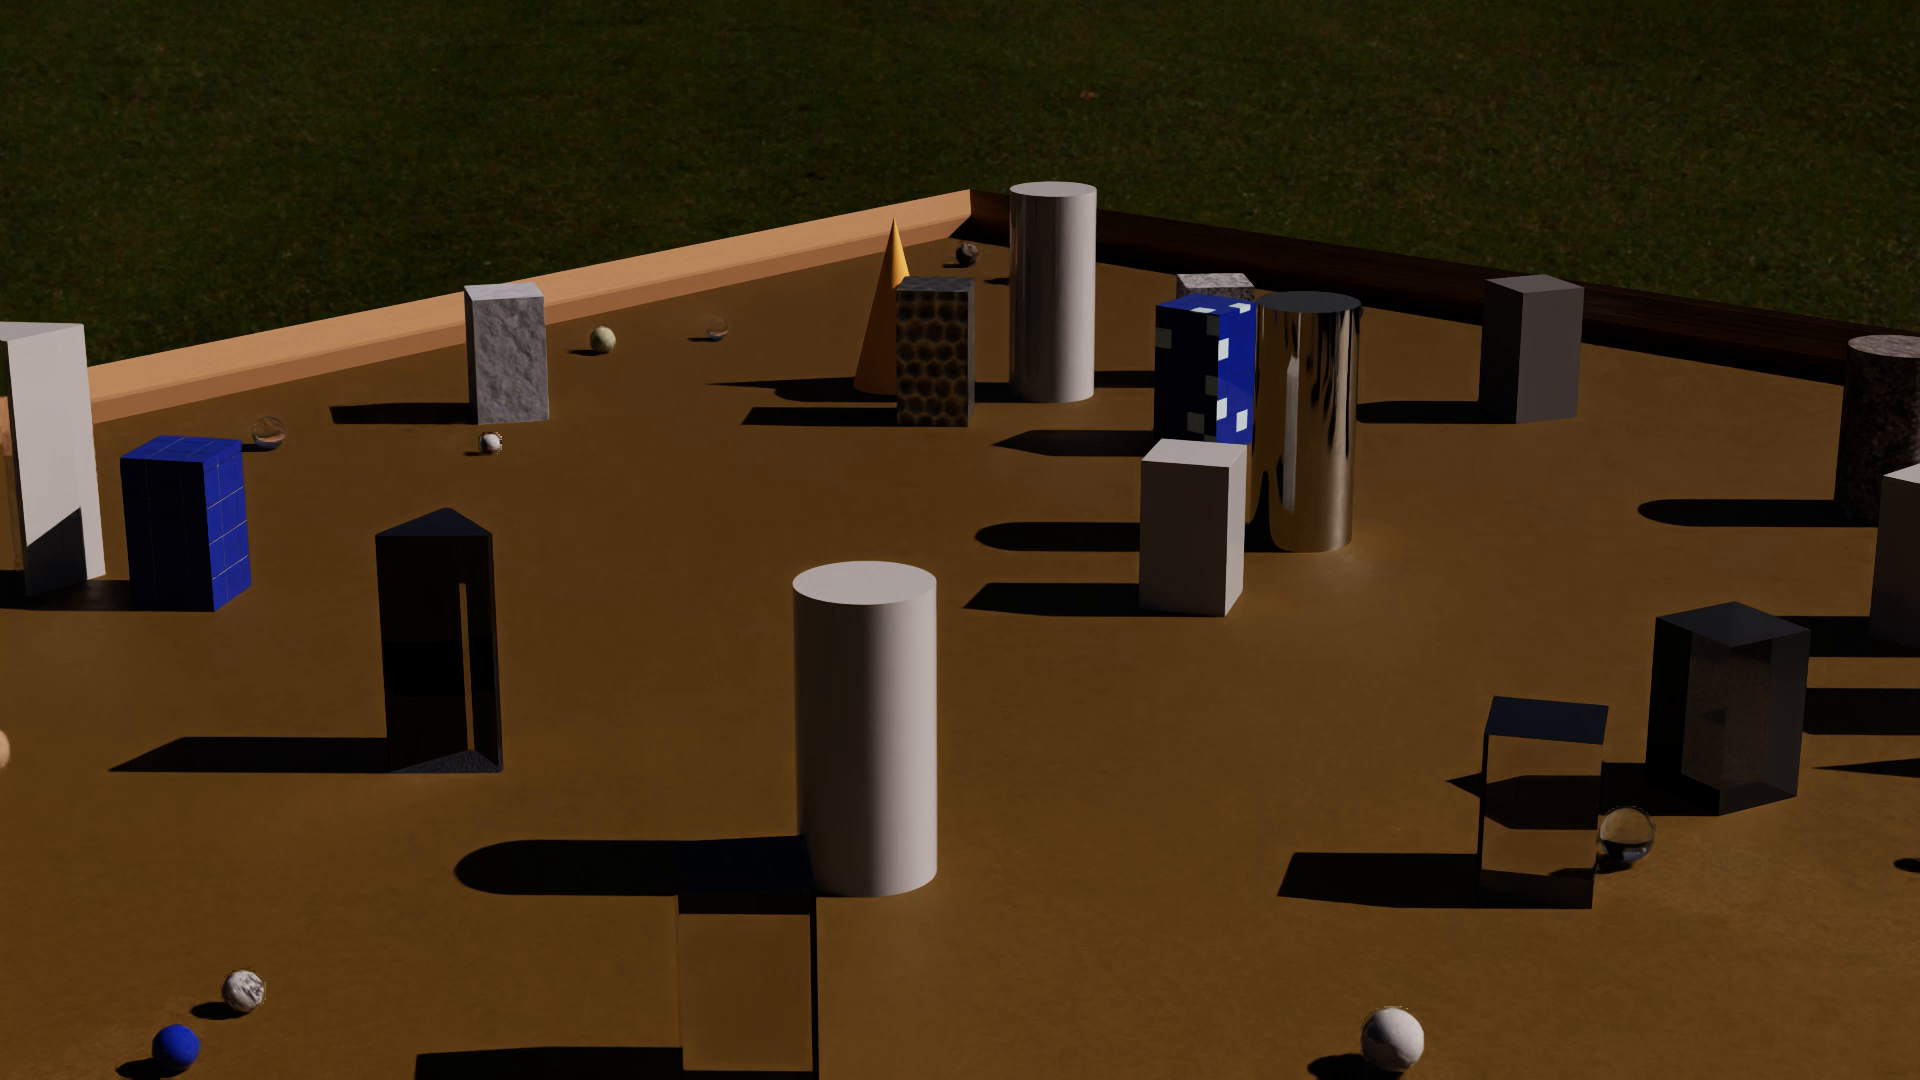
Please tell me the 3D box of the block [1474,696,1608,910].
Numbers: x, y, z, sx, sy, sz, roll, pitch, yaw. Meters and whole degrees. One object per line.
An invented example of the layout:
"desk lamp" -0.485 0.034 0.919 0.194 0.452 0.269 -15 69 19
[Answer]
"block" 0.773 0.347 3.895 0.152 0.230 0.152 4 17 14

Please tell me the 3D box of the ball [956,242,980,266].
"ball" 0.020 -0.767 7.872 0.061 0.061 0.061 0 17 0

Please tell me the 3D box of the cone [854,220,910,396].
"cone" -0.146 -0.533 6.538 0.190 0.384 0.190 0 17 0

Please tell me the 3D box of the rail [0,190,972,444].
"rail" -1.617 -0.375 6.465 0.045 0.123 5.069 14 22 39

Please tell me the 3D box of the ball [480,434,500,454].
"ball" -0.965 -0.198 6.020 0.042 0.042 0.042 0 17 0

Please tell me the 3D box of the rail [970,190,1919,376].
"rail" 1.646 -0.518 6.936 4.331 0.123 0.045 14 22 39

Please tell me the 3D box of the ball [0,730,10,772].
"ball" -1.429 0.307 4.272 0.087 0.087 0.087 0 17 0

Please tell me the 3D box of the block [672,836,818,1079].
"block" -0.244 0.494 3.335 0.152 0.271 0.152 -2 17 -7

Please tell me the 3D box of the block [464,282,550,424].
"block" -0.975 -0.403 6.304 0.152 0.271 0.152 -5 17 -15

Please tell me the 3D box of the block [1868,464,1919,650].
"block" 1.627 0.029 4.863 0.152 0.278 0.152 -14 22 -40

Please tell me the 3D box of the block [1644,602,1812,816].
"block" 1.100 0.240 4.208 0.152 0.253 0.152 -9 19 -28

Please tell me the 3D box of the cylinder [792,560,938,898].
"cylinder" -0.125 0.250 3.907 0.190 0.407 0.190 0 17 0

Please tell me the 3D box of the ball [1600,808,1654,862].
"ball" 0.903 0.400 3.973 0.074 0.074 0.074 0 17 0

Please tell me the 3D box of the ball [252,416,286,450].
"ball" -1.428 -0.222 6.055 0.068 0.068 0.068 0 17 0

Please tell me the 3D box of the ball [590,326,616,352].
"ball" -0.840 -0.471 6.891 0.061 0.061 0.061 0 17 0

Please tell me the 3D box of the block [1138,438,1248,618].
"block" 0.402 -0.023 5.055 0.152 0.265 0.152 5 18 16

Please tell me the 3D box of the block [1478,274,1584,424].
"block" 1.228 -0.412 6.312 0.152 0.285 0.152 -7 18 -21

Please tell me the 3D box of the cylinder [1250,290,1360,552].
"cylinder" 0.633 -0.218 5.389 0.190 0.447 0.190 0 17 0

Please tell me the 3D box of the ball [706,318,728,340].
"ball" -0.581 -0.505 7.019 0.052 0.052 0.052 0 17 0

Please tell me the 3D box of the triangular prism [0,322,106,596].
"triangular prism" -1.633 -0.151 5.151 0.142 0.456 0.164 12 21 35

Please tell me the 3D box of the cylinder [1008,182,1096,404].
"cylinder" 0.203 -0.547 6.458 0.190 0.457 0.190 0 17 0

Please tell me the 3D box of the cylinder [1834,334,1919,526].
"cylinder" 1.768 -0.208 5.559 0.190 0.328 0.190 0 17 0

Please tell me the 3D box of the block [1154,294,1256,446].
"block" 0.507 -0.343 6.061 0.152 0.297 0.152 12 21 34

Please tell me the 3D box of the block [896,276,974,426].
"block" -0.051 -0.404 6.272 0.152 0.292 0.152 2 17 5

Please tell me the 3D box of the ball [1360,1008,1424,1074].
"ball" 0.501 0.579 3.394 0.074 0.074 0.074 0 17 0

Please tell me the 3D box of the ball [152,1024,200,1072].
"ball" -0.909 0.589 3.397 0.054 0.054 0.054 0 17 0

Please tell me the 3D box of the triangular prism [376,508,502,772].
"triangular prism" -0.757 0.147 4.325 0.164 0.364 0.142 0 17 -1

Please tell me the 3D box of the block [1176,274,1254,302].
"block" 0.573 -0.473 6.609 0.152 0.229 0.152 -1 17 -4

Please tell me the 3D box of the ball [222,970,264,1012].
"ball" -0.867 0.546 3.546 0.050 0.050 0.050 0 17 0

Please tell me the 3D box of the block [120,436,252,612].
"block" -1.339 -0.030 5.079 0.152 0.266 0.152 3 17 11
